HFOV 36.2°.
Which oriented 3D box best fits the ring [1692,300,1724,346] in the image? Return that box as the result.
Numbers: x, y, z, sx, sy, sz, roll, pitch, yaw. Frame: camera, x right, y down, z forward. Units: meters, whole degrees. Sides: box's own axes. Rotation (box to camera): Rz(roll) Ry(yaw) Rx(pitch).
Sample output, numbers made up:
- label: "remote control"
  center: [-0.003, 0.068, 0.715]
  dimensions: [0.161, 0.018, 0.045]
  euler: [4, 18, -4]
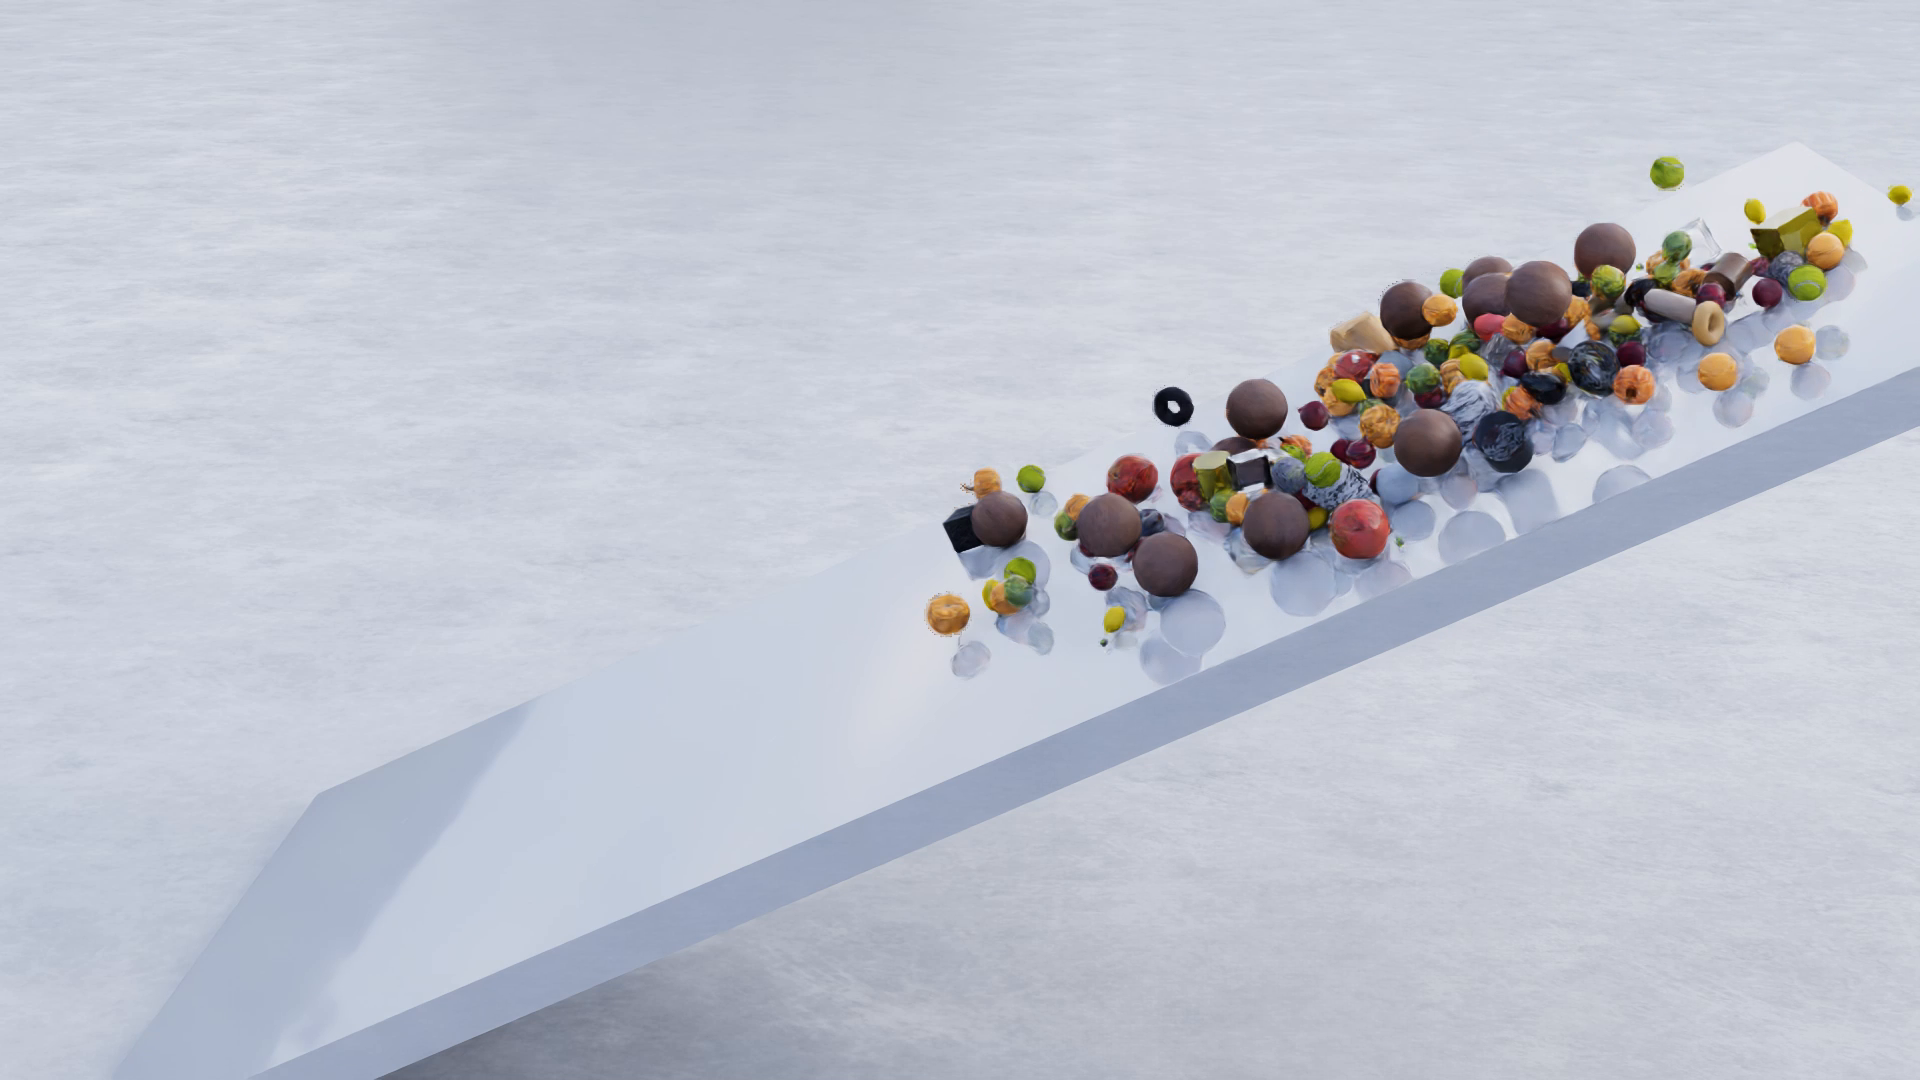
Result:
- label: "ring"
  center: [1.445, -0.418, 5.680]
  dimensions: [0.089, 0.089, 0.030]
  euler: [-15, 14, -43]

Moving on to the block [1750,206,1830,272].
- label: "block"
  center: [1.683, -0.610, 5.965]
  dimensions: [0.096, 0.096, 0.096]
  euler: [-29, 13, -15]

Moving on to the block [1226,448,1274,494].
- label: "block"
  center: [0.575, -0.137, 5.841]
  dimensions: [0.064, 0.064, 0.064]
  euler: [-17, 17, -12]

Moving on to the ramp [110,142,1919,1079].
- label: "ramp"
  center: [0.135, 0.169, 6.282]
  dimensions: [4.000, 0.100, 2.000]
  euler: [-24, 13, 9]

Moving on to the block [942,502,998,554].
- label: "block"
  center: [0.023, -0.029, 6.869]
  dimensions: [0.079, 0.079, 0.079]
  euler: [-17, 15, 32]

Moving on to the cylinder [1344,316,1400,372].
- label: "cylinder"
  center: [0.932, -0.443, 6.659]
  dimensions: [0.092, 0.092, 0.092]
  euler: [-27, -17, -9]

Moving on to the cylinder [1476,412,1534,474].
- label: "cylinder"
  center: [1.015, -0.181, 5.480]
  dimensions: [0.091, 0.091, 0.091]
  euler: [7, -15, 24]

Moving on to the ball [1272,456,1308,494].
- label: "ball"
  center: [0.643, -0.126, 5.740]
  dimensions: [0.071, 0.071, 0.071]
  euler: [0, 16, 0]

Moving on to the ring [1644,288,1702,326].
- label: "ring"
  center: [1.426, -0.458, 5.817]
  dimensions: [0.148, 0.049, 0.148]
  euler: [17, 10, -3]

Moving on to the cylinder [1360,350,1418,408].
- label: "cylinder"
  center: [0.923, -0.345, 6.327]
  dimensions: [0.090, 0.090, 0.090]
  euler: [14, 57, 41]

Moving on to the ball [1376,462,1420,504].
- label: "ball"
  center: [0.838, -0.110, 5.636]
  dimensions: [0.083, 0.083, 0.083]
  euler: [0, 16, 0]

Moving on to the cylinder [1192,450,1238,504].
- label: "cylinder"
  center: [0.530, -0.131, 6.085]
  dimensions: [0.080, 0.080, 0.080]
  euler: [-14, 26, 7]

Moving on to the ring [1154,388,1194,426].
- label: "ring"
  center: [0.508, -0.317, 6.994]
  dimensions: [0.100, 0.100, 0.033]
  euler: [7, 29, 24]

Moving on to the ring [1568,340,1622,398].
- label: "ring"
  center: [1.217, -0.328, 5.640]
  dimensions: [0.039, 0.116, 0.116]
  euler: [-27, 28, -33]

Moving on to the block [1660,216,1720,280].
- label: "block"
  center: [1.553, -0.620, 6.247]
  dimensions: [0.085, 0.085, 0.085]
  euler: [-28, 10, 29]

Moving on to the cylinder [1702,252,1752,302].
- label: "cylinder"
  center: [1.528, -0.524, 5.855]
  dimensions: [0.071, 0.071, 0.071]
  euler: [14, 49, 40]

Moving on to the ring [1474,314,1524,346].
- label: "ring"
  center: [1.152, -0.446, 6.281]
  dimensions: [0.114, 0.038, 0.114]
  euler: [23, -12, 5]

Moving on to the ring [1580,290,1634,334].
- label: "ring"
  center: [1.341, -0.473, 6.101]
  dimensions: [0.116, 0.039, 0.116]
  euler: [-20, 38, 17]

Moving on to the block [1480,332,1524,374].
- label: "block"
  center: [1.135, -0.392, 6.161]
  dimensions: [0.061, 0.061, 0.061]
  euler: [33, 9, -5]

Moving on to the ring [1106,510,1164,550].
- label: "ring"
  center: [0.372, -0.022, 6.262]
  dimensions: [0.136, 0.045, 0.136]
  euler: [-24, 14, 6]

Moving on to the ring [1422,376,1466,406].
- label: "ring"
  center: [1.021, -0.315, 6.197]
  dimensions: [0.106, 0.035, 0.106]
  euler: [-24, 13, 6]

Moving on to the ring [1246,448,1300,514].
- label: "ring"
  center: [0.630, -0.120, 5.940]
  dimensions: [0.134, 0.134, 0.045]
  euler: [-9, 5, -28]

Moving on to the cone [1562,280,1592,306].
- label: "cone"
  center: [1.273, -0.524, 6.107]
  dimensions: [0.057, 0.057, 0.057]
  euler: [34, 24, 9]

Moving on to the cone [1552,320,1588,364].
- label: "cone"
  center: [1.222, -0.400, 5.820]
  dimensions: [0.084, 0.084, 0.084]
  euler: [17, -16, 5]

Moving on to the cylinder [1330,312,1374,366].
- label: "cylinder"
  center: [0.925, -0.467, 6.837]
  dimensions: [0.095, 0.095, 0.095]
  euler: [-28, 23, -12]

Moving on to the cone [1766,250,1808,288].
- label: "cone"
  center: [1.647, -0.515, 5.795]
  dimensions: [0.082, 0.082, 0.082]
  euler: [-6, 35, -20]

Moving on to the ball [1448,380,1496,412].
- label: "ball"
  center: [1.026, -0.273, 5.890]
  dimensions: [0.096, 0.096, 0.096]
  euler: [0, 16, 0]

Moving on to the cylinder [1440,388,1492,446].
- label: "cylinder"
  center: [1.002, -0.242, 5.786]
  dimensions: [0.083, 0.083, 0.083]
  euler: [-30, 14, 8]

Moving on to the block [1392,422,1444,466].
- label: "block"
  center: [0.912, -0.191, 5.857]
  dimensions: [0.064, 0.064, 0.064]
  euler: [-31, 14, -20]

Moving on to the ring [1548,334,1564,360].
- label: "ring"
  center: [1.259, -0.404, 6.099]
  dimensions: [0.086, 0.029, 0.086]
  euler: [-32, 15, 10]

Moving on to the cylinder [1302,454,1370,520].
- label: "cylinder"
  center: [0.730, -0.103, 5.707]
  dimensions: [0.095, 0.095, 0.095]
  euler: [33, 17, -2]
